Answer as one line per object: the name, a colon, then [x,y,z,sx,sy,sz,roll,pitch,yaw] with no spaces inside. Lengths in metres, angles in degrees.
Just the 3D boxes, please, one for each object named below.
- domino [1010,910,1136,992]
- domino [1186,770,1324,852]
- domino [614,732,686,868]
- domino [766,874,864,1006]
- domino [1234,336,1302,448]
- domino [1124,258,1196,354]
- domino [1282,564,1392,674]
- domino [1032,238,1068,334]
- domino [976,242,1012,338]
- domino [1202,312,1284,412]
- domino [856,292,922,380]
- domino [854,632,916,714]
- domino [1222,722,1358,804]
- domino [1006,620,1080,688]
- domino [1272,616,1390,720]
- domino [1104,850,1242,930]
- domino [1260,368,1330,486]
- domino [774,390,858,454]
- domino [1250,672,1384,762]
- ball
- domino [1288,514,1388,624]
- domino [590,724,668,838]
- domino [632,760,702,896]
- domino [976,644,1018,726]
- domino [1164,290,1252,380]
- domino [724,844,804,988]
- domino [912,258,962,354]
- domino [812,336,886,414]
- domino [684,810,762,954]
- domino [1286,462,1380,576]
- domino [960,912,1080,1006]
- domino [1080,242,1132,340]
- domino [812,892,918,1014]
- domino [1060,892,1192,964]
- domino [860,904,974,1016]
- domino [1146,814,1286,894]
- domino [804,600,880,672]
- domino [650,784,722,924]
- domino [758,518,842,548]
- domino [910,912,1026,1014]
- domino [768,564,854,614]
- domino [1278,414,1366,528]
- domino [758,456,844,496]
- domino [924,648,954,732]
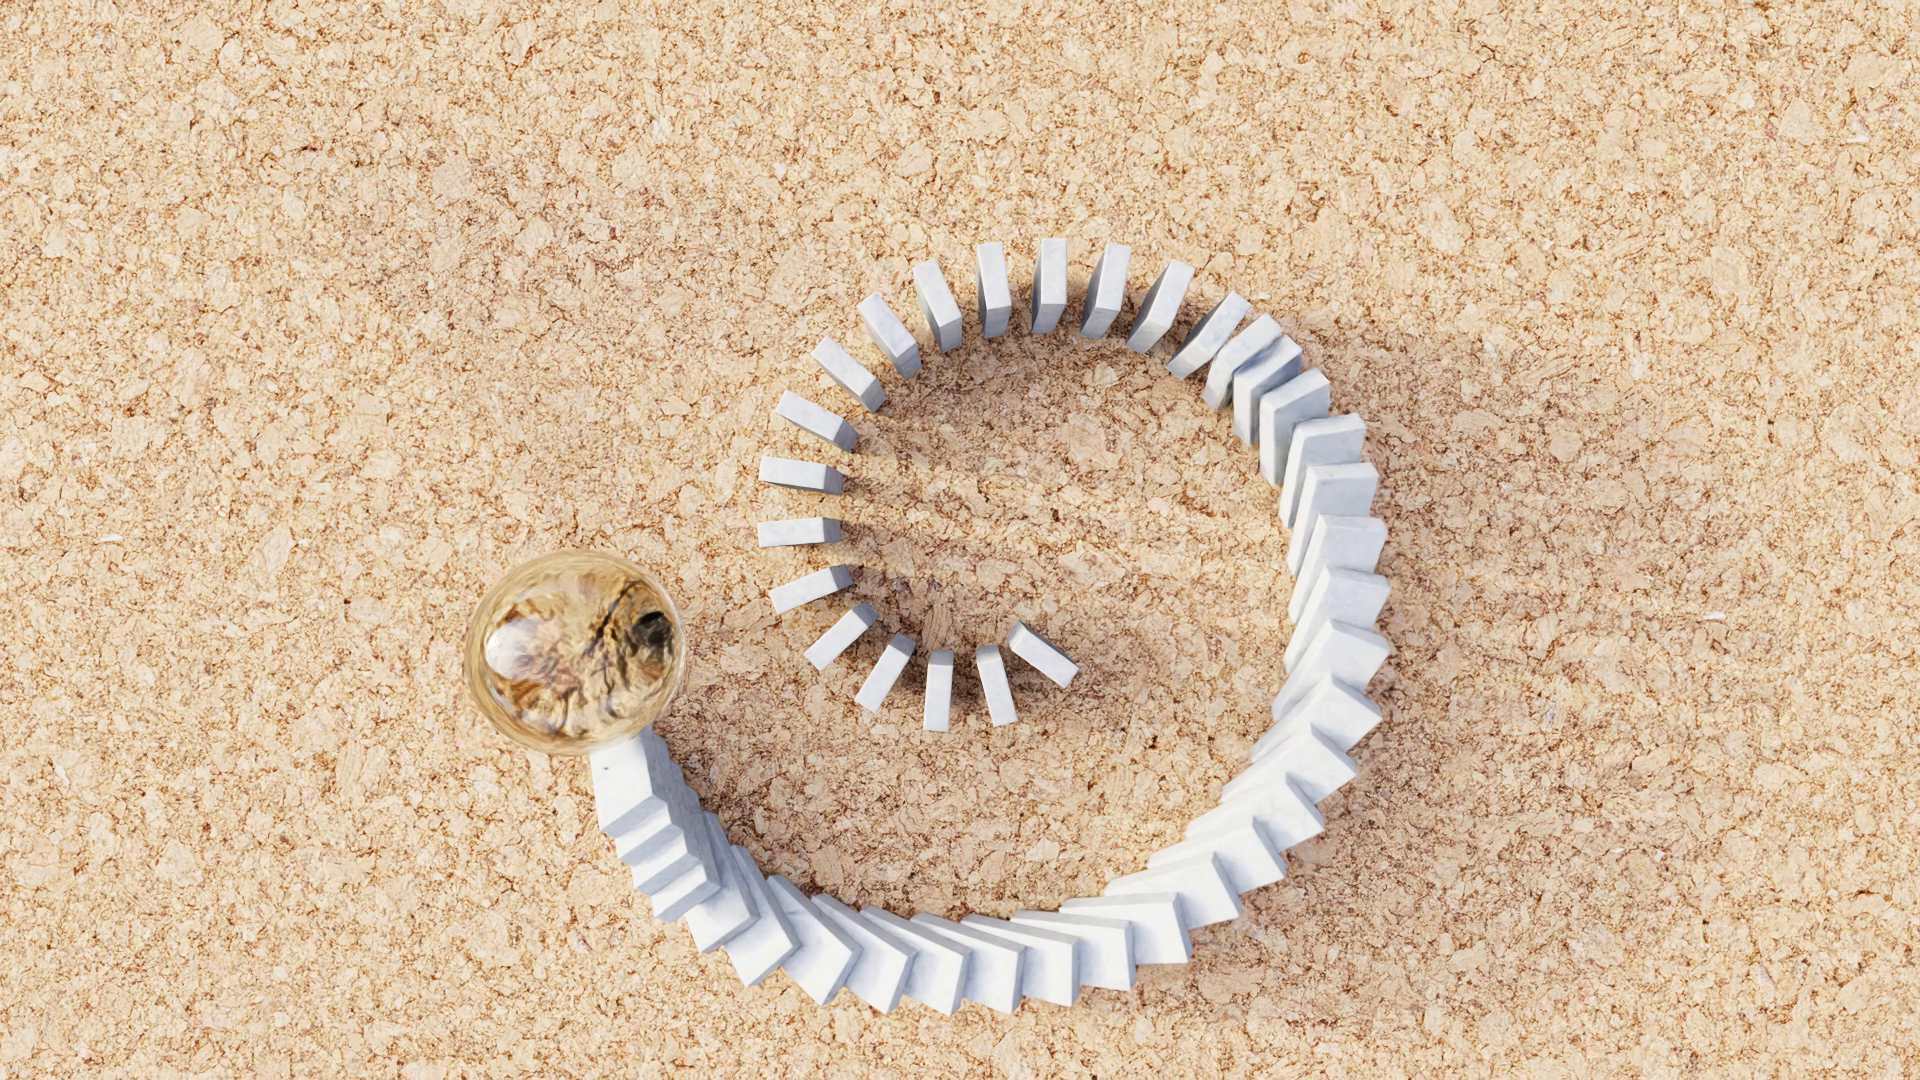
domino: [0.047,0.171,0.385,0.050,0.010,0.025,-6,90,26]
domino: [0.123,0.120,0.385,0.050,0.010,0.025,-39,90,27]
domino: [-0.131,0.106,0.379,0.025,0.050,0.010,-34,134,0]
domino: [-0.067,0.167,0.384,0.050,0.010,0.025,31,90,27]
domino: [0.126,-0.060,0.376,0.025,0.050,0.009,-37,63,0]
domino: [0.081,-0.094,0.375,0.009,0.050,0.025,23,90,0]
domino: [0.157,0.036,0.383,0.025,0.009,0.050,11,121,0]
domino: [0.036,-0.103,0.375,0.009,0.050,0.025,1,90,0]
domino: [0.013,-0.101,0.375,0.009,0.050,0.025,-9,90,0]
domino: [0.114,-0.071,0.375,0.025,0.050,0.009,-38,76,0]
domino: [-0.028,-0.082,0.375,0.009,0.050,0.025,-39,90,0]
domino: [-0.030,0.053,0.375,0.010,0.050,0.025,32,90,0]
domino: [0.137,0.101,0.384,0.025,0.010,0.050,42,117,0]
domino: [0.033,0.046,0.375,0.025,0.050,0.010,36,90,0]
domino: [0.154,0.058,0.384,0.025,0.009,0.050,21,119,0]
domino: [0.089,0.150,0.385,0.050,0.009,0.025,-28,90,26]
domino: [0.138,-0.045,0.377,0.025,0.050,0.010,-27,52,0]
domino: [-0.057,-0.048,0.375,0.025,0.050,0.010,27,90,0]
domino: [0.149,0.081,0.384,0.025,0.010,0.050,34,118,0]
ball: [-0.150,0.044,0.360,0.080,0.080,0.080,0,90,0]
domino: [0.157,0.014,0.382,0.025,0.009,0.050,4,123,0]
domino: [-0.138,0.095,0.379,0.025,0.050,0.009,-35,134,0]
domino: [-0.124,0.117,0.379,0.025,0.050,0.010,-34,134,0]
domino: [0.014,0.058,0.375,0.010,0.050,0.025,-15,90,0]
domino: [0.100,-0.083,0.375,0.010,0.050,0.025,37,90,0]
domino: [-0.090,0.157,0.384,0.025,0.009,0.050,-41,63,0]
domino: [-0.009,-0.095,0.375,0.009,0.050,0.025,-25,90,0]
domino: [-0.045,-0.067,0.375,0.025,0.050,0.010,41,90,0]
domino: [-0.105,0.142,0.383,0.025,0.009,0.050,-36,60,0]
domino: [0.154,-0.008,0.381,0.025,0.009,0.050,-3,128,0]
domino: [0.025,0.176,0.385,0.050,0.009,0.025,1,90,26]
domino: [0.059,-0.101,0.375,0.010,0.050,0.025,10,90,0]
domino: [-0.044,0.173,0.385,0.050,0.010,0.025,21,90,26]
domino: [0.069,0.163,0.384,0.050,0.009,0.025,-15,90,27]
domino: [-0.021,0.176,0.385,0.050,0.010,0.025,12,90,26]
domino: [0.107,0.137,0.385,0.050,0.010,0.025,-32,90,26]
domino: [-0.047,0.038,0.375,0.025,0.050,0.010,-43,90,0]
domino: [-0.117,0.128,0.379,0.025,0.050,0.010,-36,134,0]
domino: [-0.065,-0.003,0.375,0.025,0.050,0.009,-5,90,0]
domino: [0.002,0.177,0.385,0.050,0.009,0.025,6,90,26]
domino: [-0.060,0.019,0.375,0.025,0.050,0.009,-22,90,0]
domino: [0.149,-0.028,0.379,0.025,0.010,0.050,-9,134,0]
domino: [-0.064,-0.026,0.375,0.025,0.050,0.009,8,90,0]
domino: [-0.008,0.060,0.375,0.010,0.050,0.025,4,90,0]
